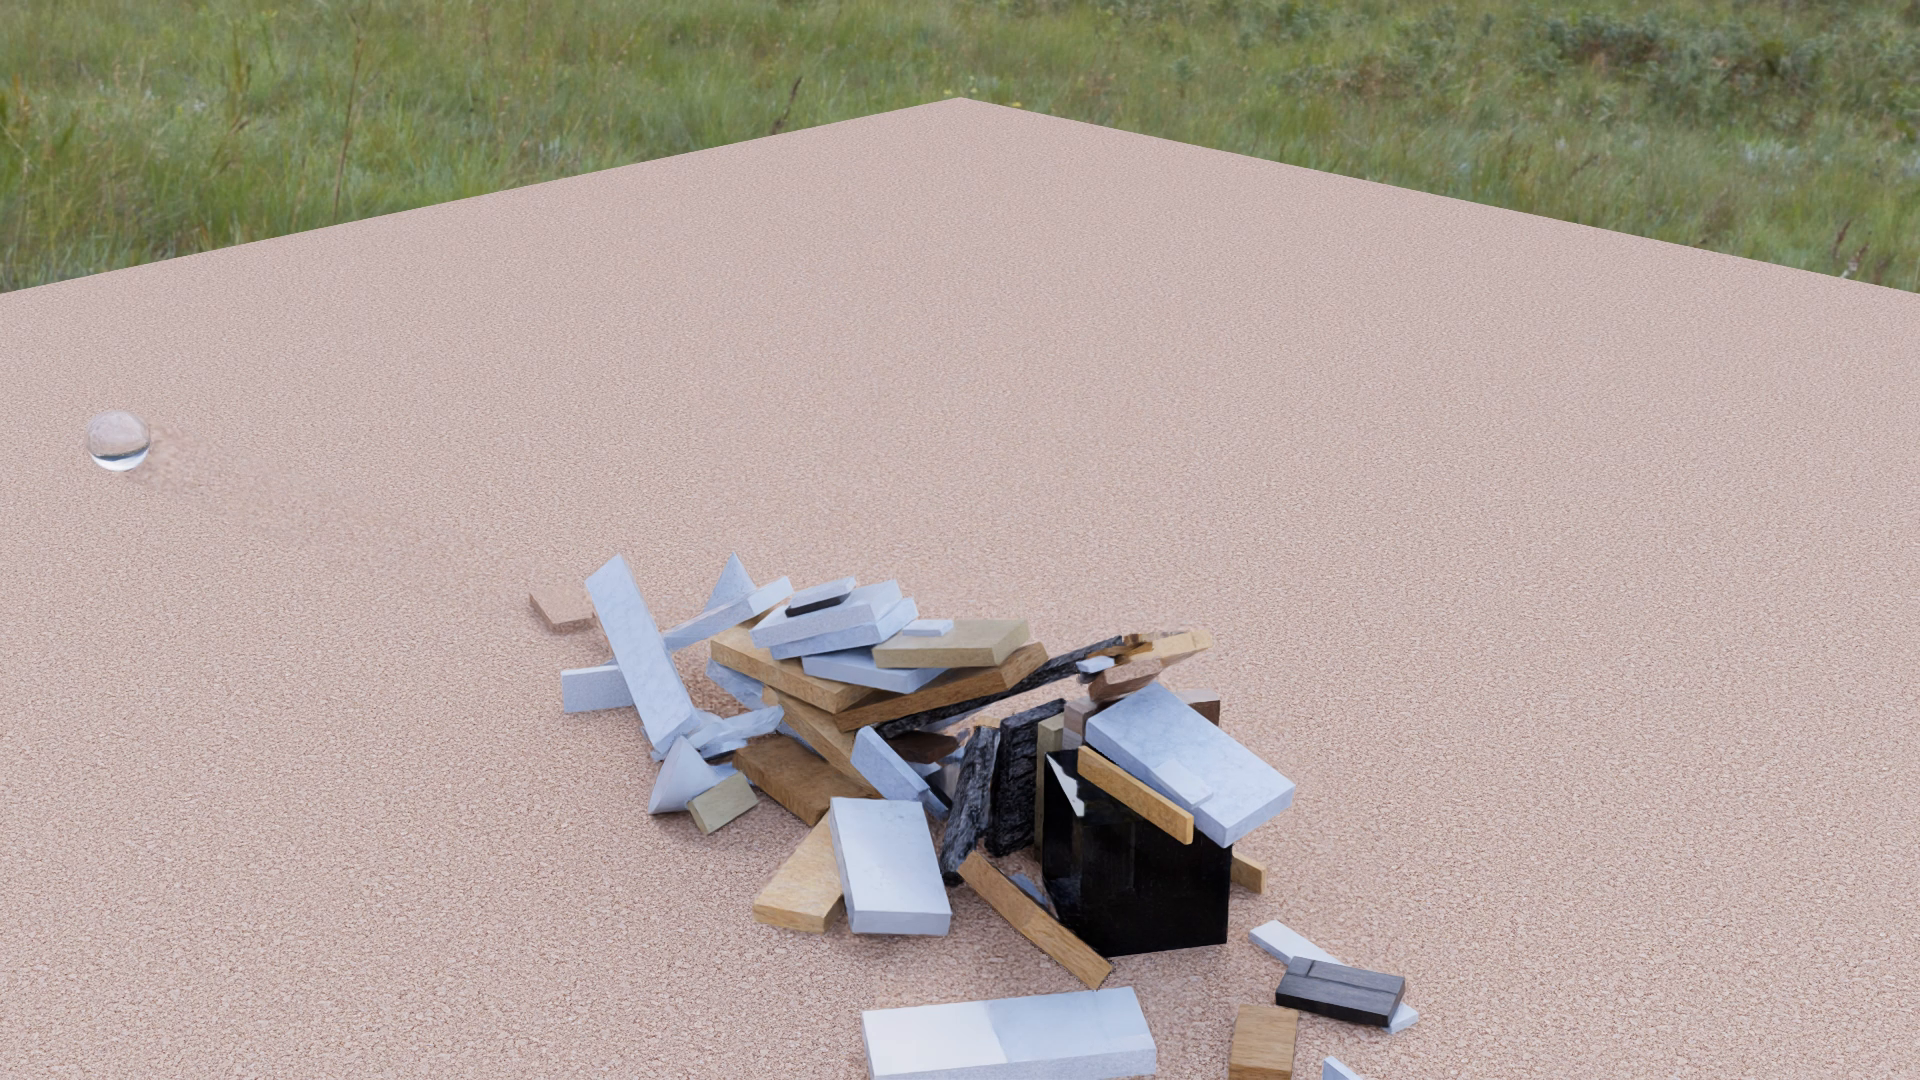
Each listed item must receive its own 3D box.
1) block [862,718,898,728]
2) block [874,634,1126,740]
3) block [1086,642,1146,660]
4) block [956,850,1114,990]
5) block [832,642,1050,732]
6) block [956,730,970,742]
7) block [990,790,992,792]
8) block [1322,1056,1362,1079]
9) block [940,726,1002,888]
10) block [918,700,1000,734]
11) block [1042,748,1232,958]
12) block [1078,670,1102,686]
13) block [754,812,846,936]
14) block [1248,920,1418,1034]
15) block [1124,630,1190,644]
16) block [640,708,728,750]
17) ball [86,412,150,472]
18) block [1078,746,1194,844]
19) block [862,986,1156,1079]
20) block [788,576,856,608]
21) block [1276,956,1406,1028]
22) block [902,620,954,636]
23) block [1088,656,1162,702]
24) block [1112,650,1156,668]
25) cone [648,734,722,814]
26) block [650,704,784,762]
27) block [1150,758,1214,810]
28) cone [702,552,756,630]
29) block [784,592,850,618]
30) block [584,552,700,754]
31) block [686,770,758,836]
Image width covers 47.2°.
[{"bbox_3d":[-0.154,0.366,4.551,0.108,0.015,0.054,-22,6,39],"label":"block"},{"bbox_3d":[0.071,0.298,4.375,0.598,0.027,0.097,-22,5,38],"label":"block"},{"bbox_3d":[0.291,0.210,4.079,0.055,0.016,0.111,-23,-13,42],"label":"block"},{"bbox_3d":[0.127,0.665,3.879,0.051,0.180,0.359,-51,19,-5],"label":"block"},{"bbox_3d":[-0.045,0.298,4.432,0.488,0.040,0.143,-18,10,43],"label":"block"},{"bbox_3d":[-0.027,0.431,4.645,0.095,0.014,0.048,-26,-4,-35],"label":"block"},{"bbox_3d":[0.158,0.459,4.523,0.237,0.118,0.034,-12,4,-25],"label":"block"},{"bbox_3d":[0.637,0.898,3.561,0.018,0.065,0.130,-14,27,-30],"label":"block"},{"bbox_3d":[0.016,0.508,4.176,0.040,0.283,0.141,15,-20,-7],"label":"block"},{"bbox_3d":[-0.018,0.341,4.709,0.194,0.097,0.027,-30,-14,26],"label":"block"},{"bbox_3d":[0.323,0.567,4.067,0.279,0.279,0.279,-5,23,-11],"label":"block"},{"bbox_3d":[0.244,0.247,4.016,0.049,0.014,0.098,-15,-10,-4],"label":"block"},{"bbox_3d":[-0.257,0.635,4.213,0.141,0.040,0.356,8,24,18],"label":"block"},{"bbox_3d":[0.661,0.774,3.913,0.065,0.018,0.360,-15,27,-32],"label":"block"},{"bbox_3d":[0.366,0.181,4.079,0.111,0.016,0.055,-2,-5,-31],"label":"block"},{"bbox_3d":[-0.587,0.399,4.659,0.105,0.030,0.211,-33,21,-24],"label":"block"},{"bbox_3d":[-2.373,-0.278,6.199,0.170,0.170,0.170,0,23,0],"label":"ball"},{"bbox_3d":[0.309,0.452,3.915,0.015,0.053,0.311,-14,27,-31],"label":"block"},{"bbox_3d":[0.080,0.846,3.702,0.470,0.051,0.180,-4,23,-8],"label":"block"},{"bbox_3d":[-0.284,0.108,4.542,0.130,0.018,0.063,-16,13,17],"label":"block"},{"bbox_3d":[0.662,0.786,3.830,0.202,0.029,0.101,7,33,27],"label":"block"},{"bbox_3d":[-0.064,0.177,4.434,0.095,0.014,0.048,-2,20,35],"label":"block"},{"bbox_3d":[0.300,0.255,4.019,0.101,0.029,0.257,-14,-10,-6],"label":"block"},{"bbox_3d":[0.311,0.220,3.963,0.049,0.014,0.098,-11,-10,-22],"label":"block"},{"bbox_3d":[-0.519,0.507,4.467,0.171,0.171,0.171,24,19,-13],"label":"cone"},{"bbox_3d":[-0.510,0.406,4.627,0.294,0.021,0.075,-16,21,22],"label":"block"},{"bbox_3d":[0.391,0.430,3.876,0.053,0.015,0.105,-24,45,-31],"label":"block"},{"bbox_3d":[-0.543,0.103,5.300,0.170,0.170,0.170,0,23,0],"label":"cone"},{"bbox_3d":[-0.294,0.129,4.550,0.126,0.018,0.063,-15,13,20],"label":"block"},{"bbox_3d":[-0.709,0.237,4.857,0.105,0.030,0.739,-40,34,2],"label":"block"},{"bbox_3d":[-0.477,0.529,4.421,0.021,0.075,0.150,-28,0,41],"label":"block"}]
